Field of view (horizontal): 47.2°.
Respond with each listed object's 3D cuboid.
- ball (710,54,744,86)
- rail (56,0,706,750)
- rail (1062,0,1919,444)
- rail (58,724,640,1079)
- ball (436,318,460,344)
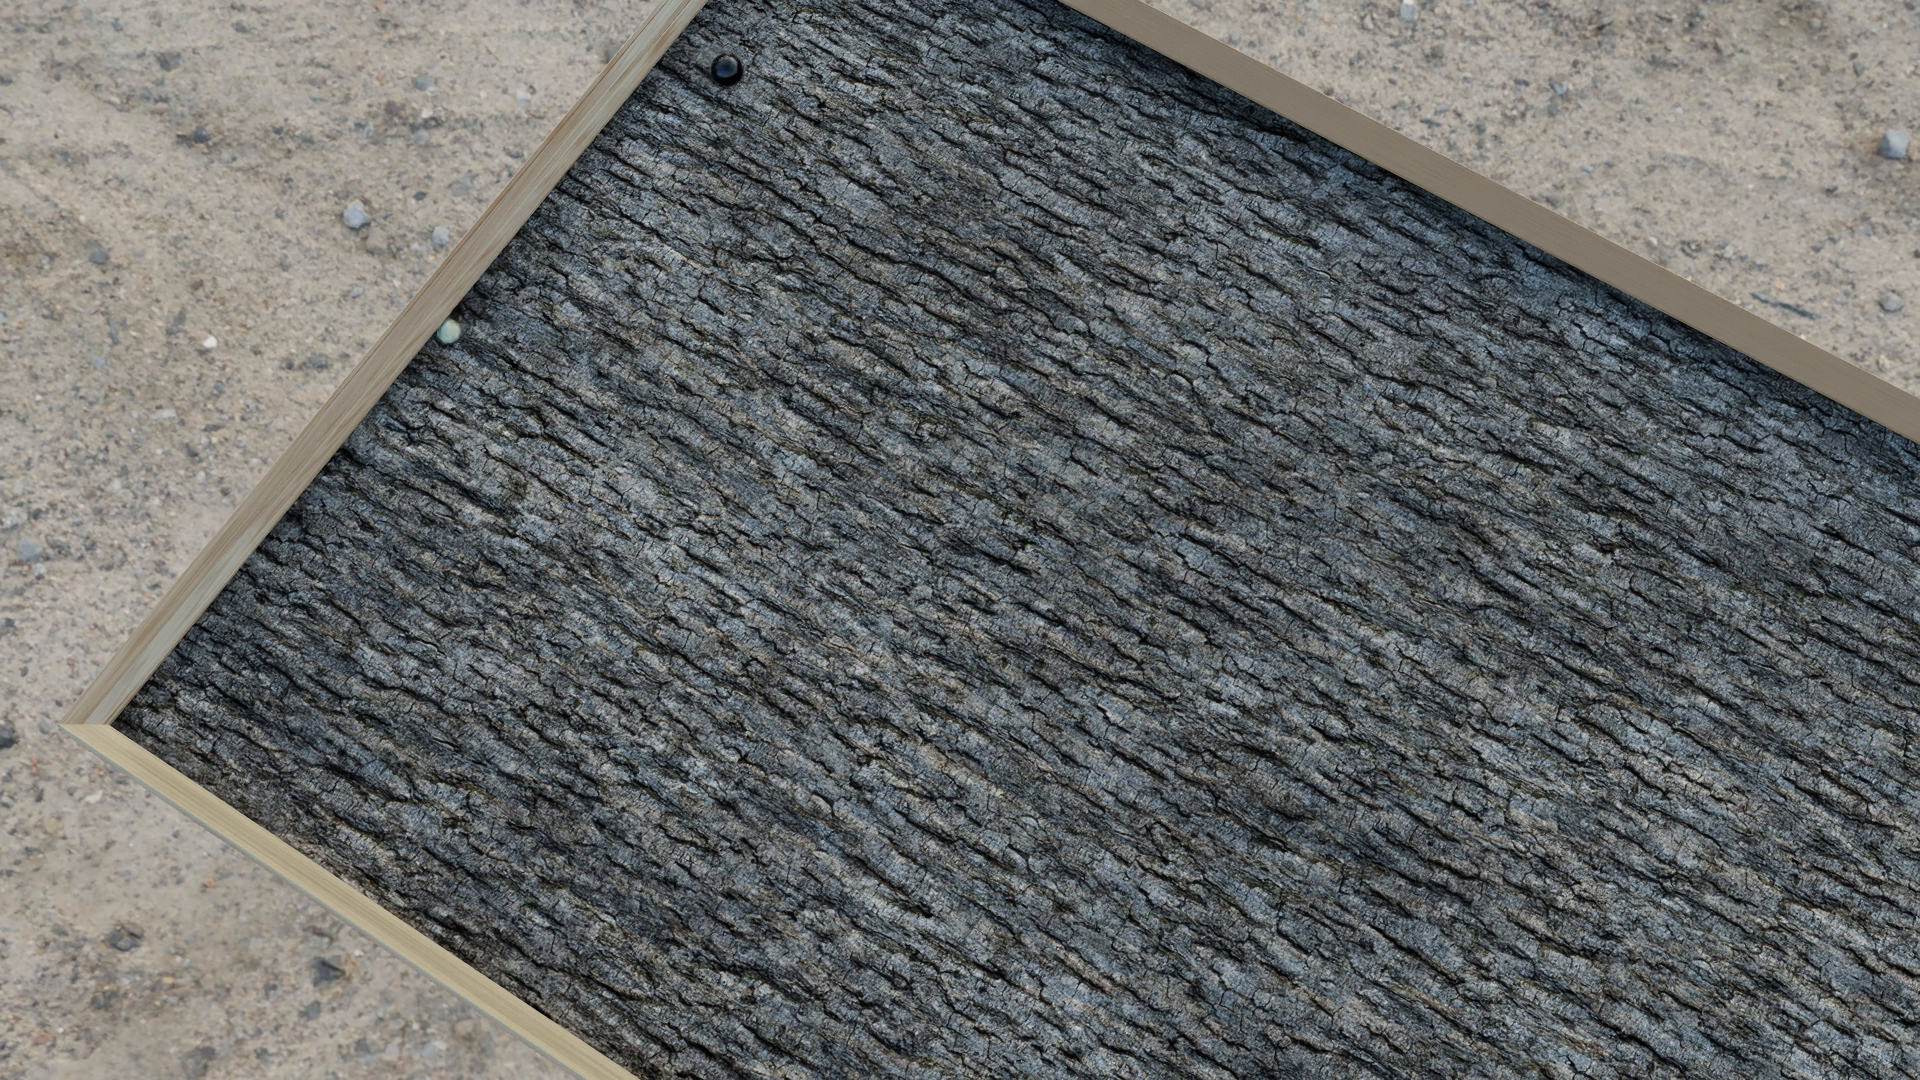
[{"bbox_3d":[-0.411,-0.829,3.879,0.058,0.058,0.058,0,67,0],"label":"ball"},{"bbox_3d":[-0.808,-0.480,3.710,0.045,0.093,2.033,30,70,12],"label":"rail"},{"bbox_3d":[1.359,-0.297,3.632,3.922,0.093,0.045,30,70,12],"label":"rail"},{"bbox_3d":[0.297,1.244,2.972,3.922,0.093,0.045,30,70,12],"label":"rail"},{"bbox_3d":[-0.857,-0.350,3.683,0.041,0.041,0.041,0,67,0],"label":"ball"}]
